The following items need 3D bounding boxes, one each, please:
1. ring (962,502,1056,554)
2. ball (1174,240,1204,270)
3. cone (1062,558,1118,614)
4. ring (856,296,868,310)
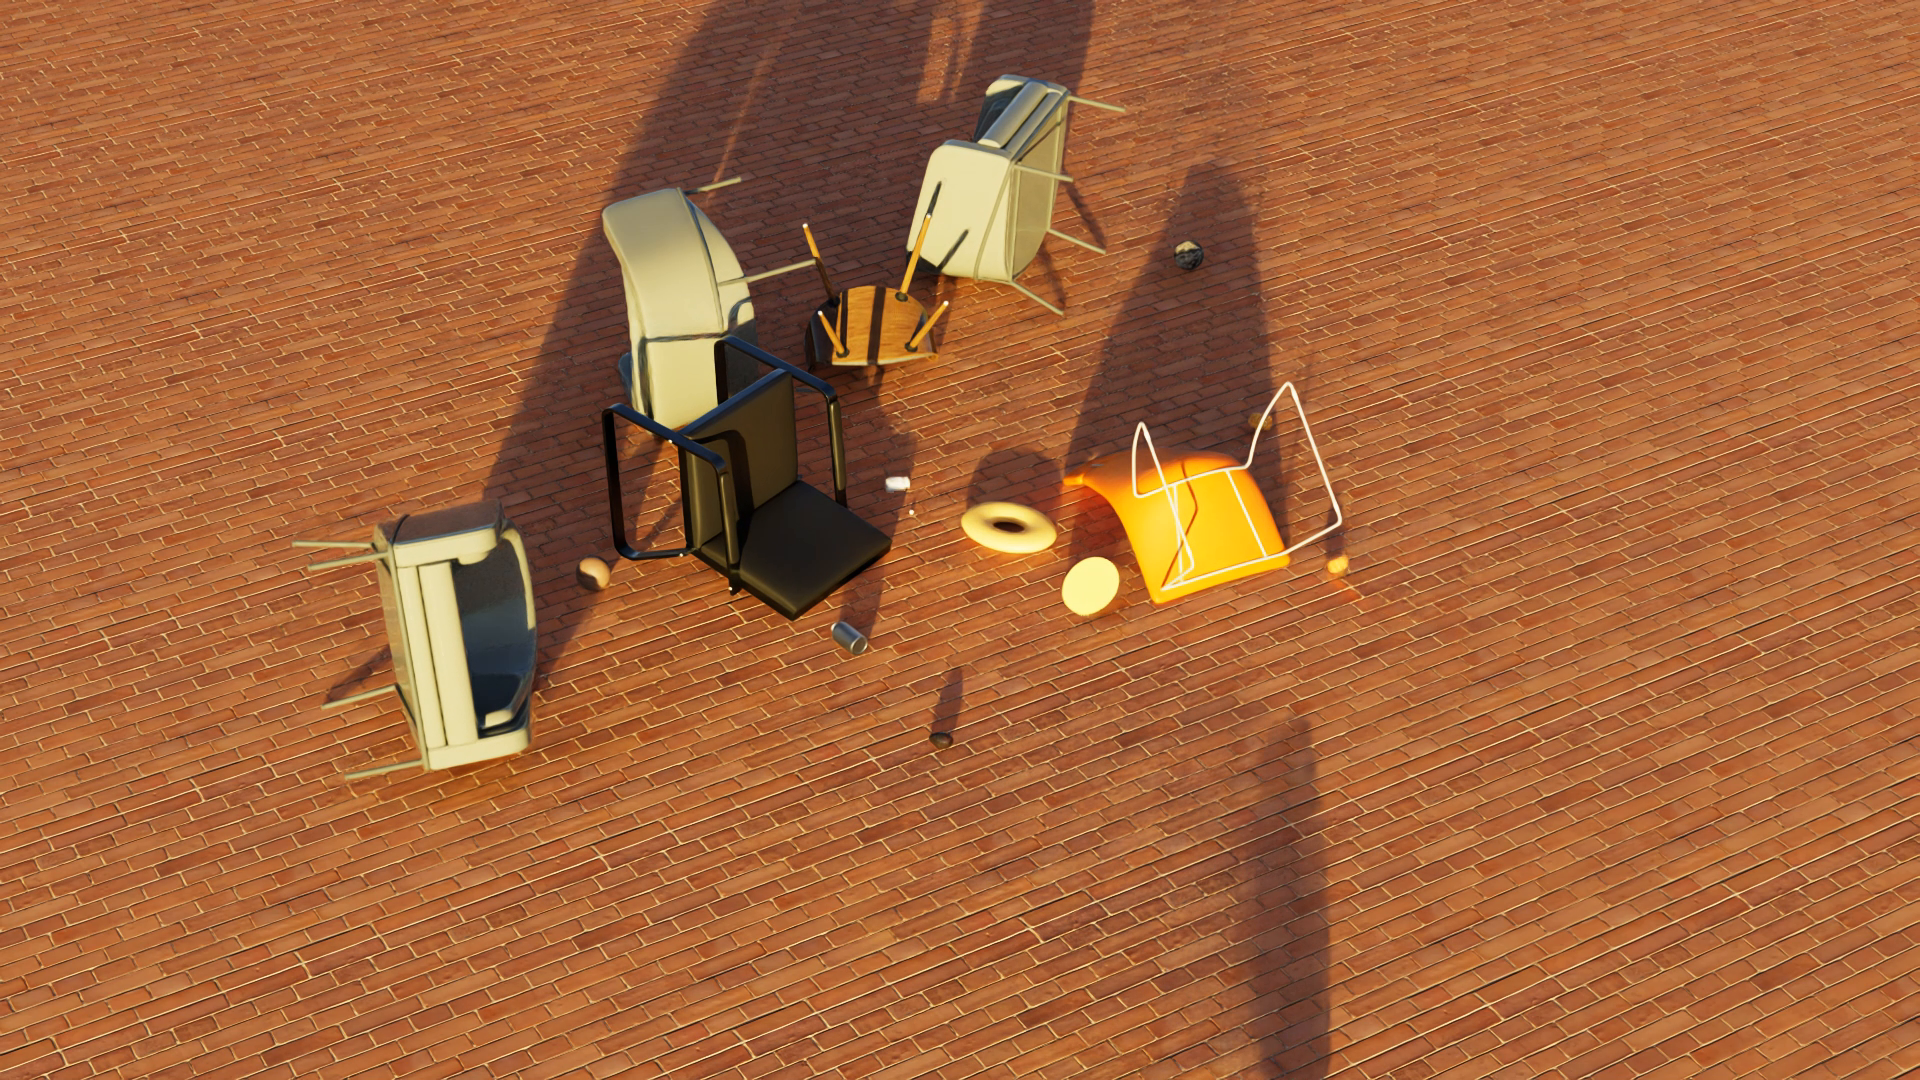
[{"bbox_3d":[0.183,-0.049,10.961,0.380,0.064,0.282,18,38,25],"label":"ring"},{"bbox_3d":[0.992,-1.234,12.700,0.129,0.129,0.129,0,33,0],"label":"ball"},{"bbox_3d":[0.494,0.185,10.598,0.233,0.094,0.223,17,75,39],"label":"cone"},{"bbox_3d":[-0.412,-1.003,12.447,0.052,0.022,0.105,0,33,-2],"label":"ring"}]
